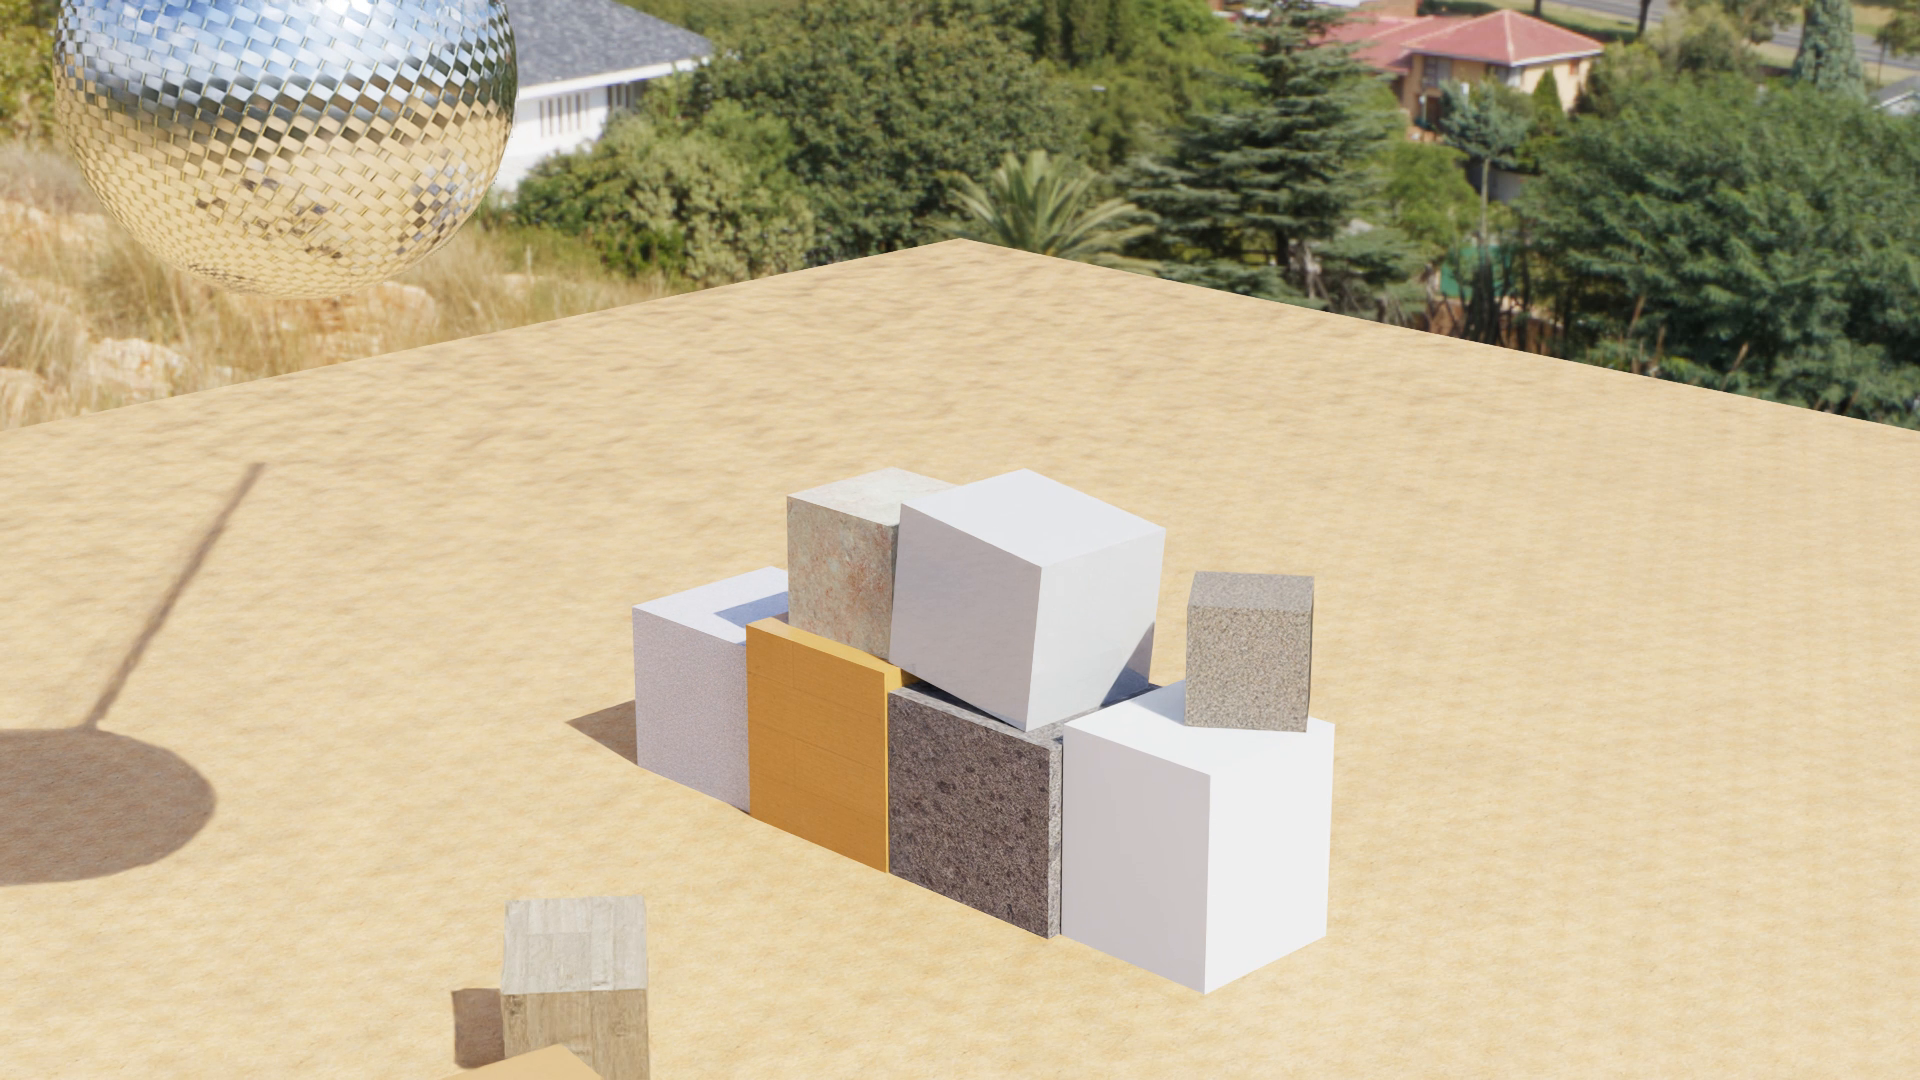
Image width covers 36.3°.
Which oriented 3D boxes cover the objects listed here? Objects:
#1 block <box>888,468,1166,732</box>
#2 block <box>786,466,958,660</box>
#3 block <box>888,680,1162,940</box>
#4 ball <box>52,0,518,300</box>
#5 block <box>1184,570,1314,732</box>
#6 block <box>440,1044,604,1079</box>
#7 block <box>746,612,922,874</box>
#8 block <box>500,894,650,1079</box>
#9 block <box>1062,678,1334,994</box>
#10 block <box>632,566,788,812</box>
[{"bbox_3d":[0.294,0.252,13.126,0.790,0.778,0.876,-16,30,-42],"label":"block"},{"bbox_3d":[-0.318,0.099,13.699,0.678,0.639,0.703,-17,24,-42],"label":"block"},{"bbox_3d":[0.357,1.116,13.312,0.925,0.888,0.999,-17,24,-42],"label":"block"},{"bbox_3d":[-2.367,-1.650,10.343,1.600,1.600,1.600,0,17,0],"label":"ball"},{"bbox_3d":[1.250,0.476,12.626,0.518,0.545,0.484,3,18,8],"label":"block"},{"bbox_3d":[-1.523,2.237,10.230,0.658,0.597,0.657,-12,21,-33],"label":"block"},{"bbox_3d":[-0.340,0.865,13.961,0.948,0.979,0.945,17,24,42],"label":"block"},{"bbox_3d":[-1.517,1.793,11.620,0.555,0.490,0.586,-2,31,-6],"label":"block"},{"bbox_3d":[1.023,1.259,12.689,0.816,0.988,0.823,-17,24,-42],"label":"block"},{"bbox_3d":[-0.985,0.728,14.614,0.912,0.847,0.884,-17,24,-42],"label":"block"}]
